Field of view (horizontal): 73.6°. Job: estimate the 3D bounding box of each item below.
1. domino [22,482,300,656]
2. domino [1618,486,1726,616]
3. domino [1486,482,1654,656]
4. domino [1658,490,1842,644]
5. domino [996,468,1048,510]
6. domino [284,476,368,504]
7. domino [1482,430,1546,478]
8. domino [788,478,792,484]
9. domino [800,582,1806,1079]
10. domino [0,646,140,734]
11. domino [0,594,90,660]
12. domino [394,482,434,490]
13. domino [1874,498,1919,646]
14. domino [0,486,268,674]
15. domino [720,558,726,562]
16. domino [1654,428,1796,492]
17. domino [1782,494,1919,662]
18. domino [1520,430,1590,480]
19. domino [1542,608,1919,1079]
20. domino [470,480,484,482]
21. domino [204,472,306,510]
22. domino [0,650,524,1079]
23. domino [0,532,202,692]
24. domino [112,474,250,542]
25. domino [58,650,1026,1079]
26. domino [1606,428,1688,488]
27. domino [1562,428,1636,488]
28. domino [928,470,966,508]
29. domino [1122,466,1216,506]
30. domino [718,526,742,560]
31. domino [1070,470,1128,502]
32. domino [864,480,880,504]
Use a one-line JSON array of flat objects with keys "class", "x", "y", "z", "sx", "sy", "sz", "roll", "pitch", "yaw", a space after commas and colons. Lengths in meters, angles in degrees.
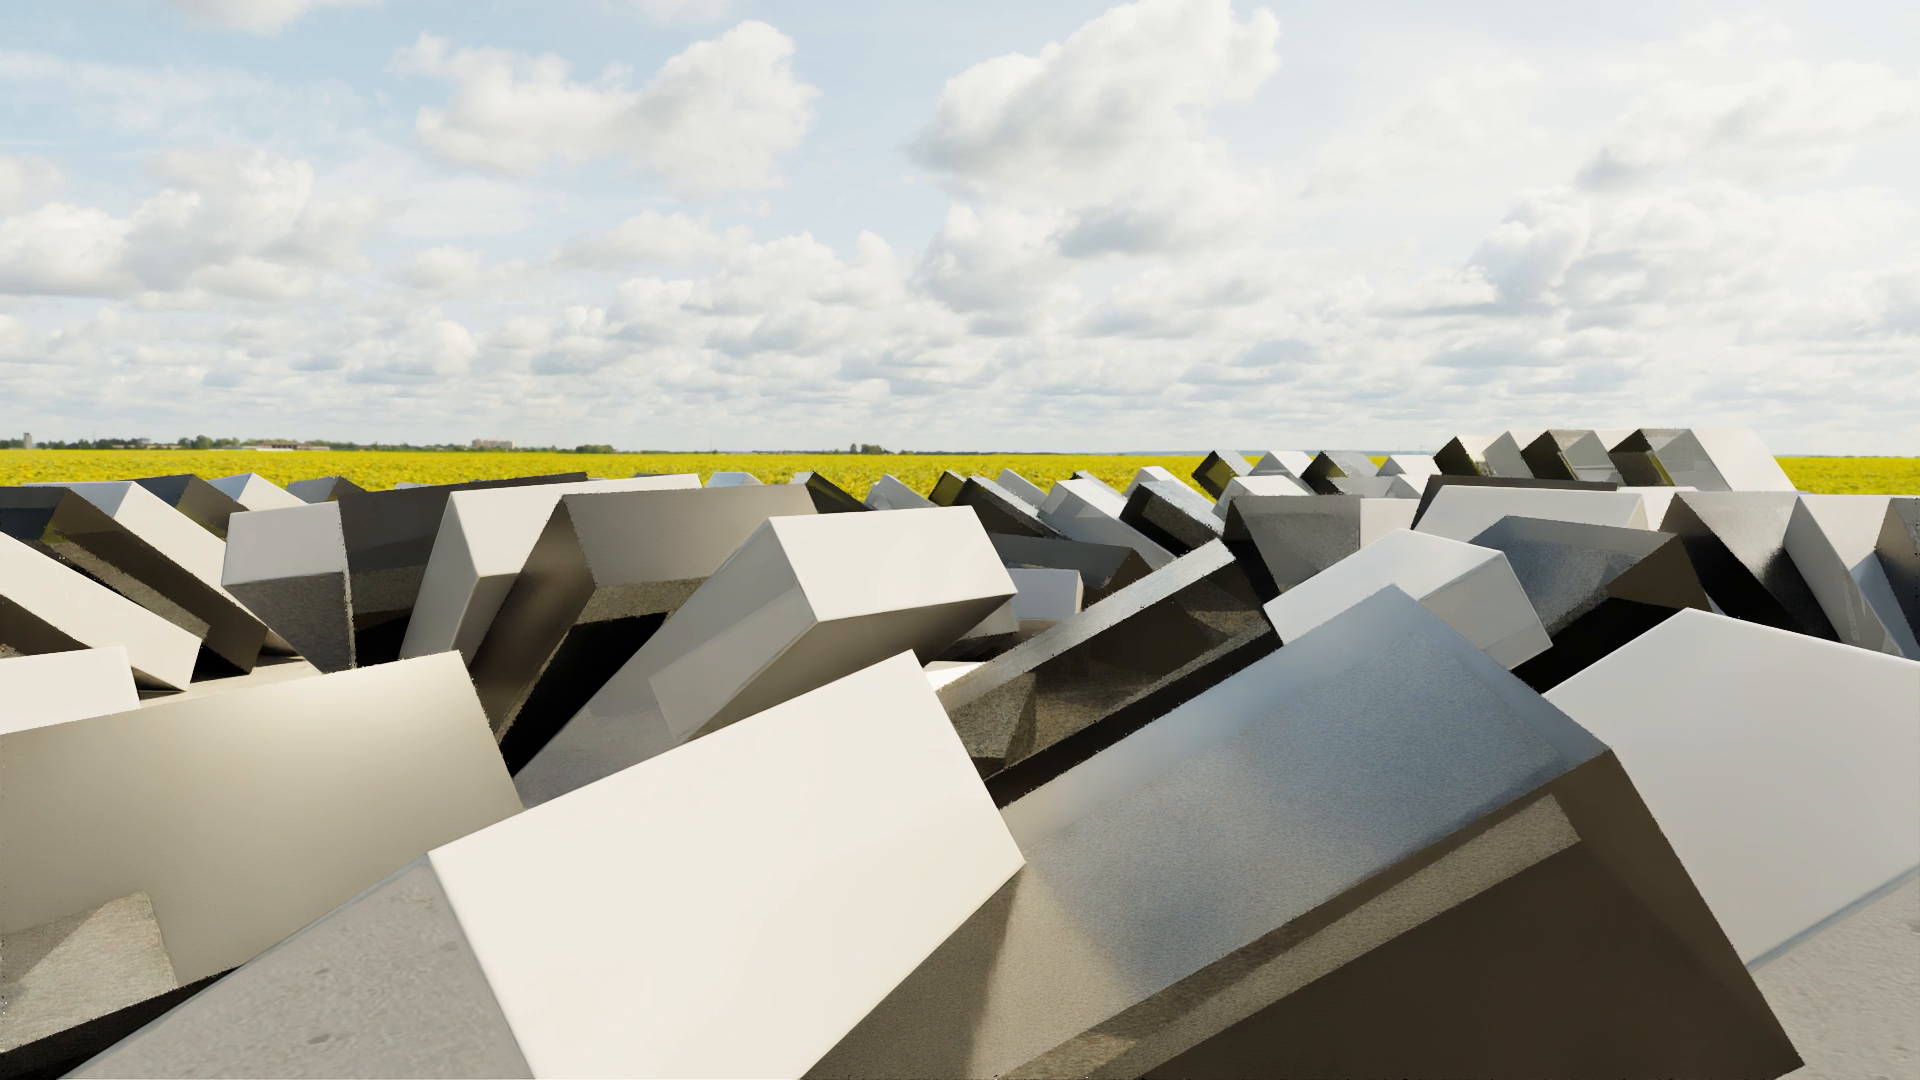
[{"class": "domino", "x": -0.145, "y": 0.007, "z": 0.238, "sx": 0.025, "sy": 0.009, "sz": 0.050, "roll": 0, "pitch": -30, "yaw": 17}, {"class": "domino", "x": 0.133, "y": 0.008, "z": 0.227, "sx": 0.025, "sy": 0.010, "sz": 0.050, "roll": -1, "pitch": 36, "yaw": -13}, {"class": "domino", "x": 0.124, "y": 0.007, "z": 0.245, "sx": 0.025, "sy": 0.010, "sz": 0.050, "roll": -1, "pitch": 36, "yaw": -21}, {"class": "domino", "x": 0.139, "y": 0.010, "z": 0.208, "sx": 0.025, "sy": 0.010, "sz": 0.050, "roll": 0, "pitch": 36, "yaw": -4}, {"class": "domino", "x": 0.032, "y": -0.003, "z": 0.373, "sx": 0.050, "sy": 0.009, "sz": 0.025, "roll": 33, "pitch": 5, "yaw": 4}, {"class": "domino", "x": -0.126, "y": 0.003, "z": 0.290, "sx": 0.025, "sy": 0.010, "sz": 0.050, "roll": -2, "pitch": -29, "yaw": 40}, {"class": "domino", "x": 0.153, "y": -0.004, "z": 0.319, "sx": 0.025, "sy": 0.050, "sz": 0.009, "roll": -3, "pitch": -31, "yaw": -31}, {"class": "domino", "x": -0.028, "y": -0.002, "z": 0.367, "sx": 0.050, "sy": 0.009, "sz": 0.025, "roll": 28, "pitch": -2, "yaw": -9}, {"class": "domino", "x": -0.001, "y": 0.021, "z": 0.048, "sx": 0.050, "sy": 0.010, "sz": 0.025, "roll": -32, "pitch": 3, "yaw": 10}, {"class": "domino", "x": -0.064, "y": 0.021, "z": 0.066, "sx": 0.050, "sy": 0.010, "sz": 0.025, "roll": -33, "pitch": -16, "yaw": 34}, {"class": "domino", "x": -0.145, "y": 0.013, "z": 0.176, "sx": 0.025, "sy": 0.009, "sz": 0.050, "roll": 0, "pitch": -26, "yaw": -1}, {"class": "domino", "x": -0.111, "y": 0.003, "z": 0.309, "sx": 0.025, "sy": 0.009, "sz": 0.050, "roll": 5, "pitch": -24, "yaw": 48}, {"class": "domino", "x": 0.142, "y": 0.013, "z": 0.168, "sx": 0.025, "sy": 0.010, "sz": 0.050, "roll": 3, "pitch": 36, "yaw": 18}, {"class": "domino", "x": -0.147, "y": 0.008, "z": 0.220, "sx": 0.025, "sy": 0.009, "sz": 0.050, "roll": 1, "pitch": -30, "yaw": 12}, {"class": "domino", "x": -0.083, "y": 0.001, "z": 0.336, "sx": 0.050, "sy": 0.009, "sz": 0.025, "roll": 32, "pitch": -15, "yaw": -30}, {"class": "domino", "x": 0.174, "y": -0.001, "z": 0.277, "sx": 0.025, "sy": 0.050, "sz": 0.009, "roll": -3, "pitch": -31, "yaw": -31}, {"class": "domino", "x": 0.144, "y": 0.011, "z": 0.187, "sx": 0.025, "sy": 0.010, "sz": 0.050, "roll": 1, "pitch": 36, "yaw": 10}, {"class": "domino", "x": 0.158, "y": -0.004, "z": 0.308, "sx": 0.025, "sy": 0.050, "sz": 0.009, "roll": -3, "pitch": -31, "yaw": -31}, {"class": "domino", "x": 0.015, "y": 0.021, "z": 0.050, "sx": 0.050, "sy": 0.010, "sz": 0.025, "roll": -32, "pitch": 3, "yaw": 4}, {"class": "domino", "x": -0.098, "y": 0.001, "z": 0.321, "sx": 0.050, "sy": 0.009, "sz": 0.025, "roll": 34, "pitch": -19, "yaw": -35}, {"class": "domino", "x": -0.136, "y": 0.004, "z": 0.273, "sx": 0.025, "sy": 0.009, "sz": 0.050, "roll": -4, "pitch": -31, "yaw": 34}, {"class": "domino", "x": -0.044, "y": 0.022, "z": 0.056, "sx": 0.050, "sy": 0.009, "sz": 0.025, "roll": -32, "pitch": -12, "yaw": 29}, {"class": "domino", "x": -0.147, "y": 0.012, "z": 0.200, "sx": 0.025, "sy": 0.009, "sz": 0.050, "roll": 0, "pitch": -23, "yaw": 4}, {"class": "domino", "x": -0.142, "y": 0.005, "z": 0.254, "sx": 0.025, "sy": 0.010, "sz": 0.050, "roll": -3, "pitch": -30, "yaw": 23}, {"class": "domino", "x": -0.024, "y": 0.022, "z": 0.049, "sx": 0.050, "sy": 0.009, "sz": 0.025, "roll": -31, "pitch": -7, "yaw": 23}, {"class": "domino", "x": 0.169, "y": -0.002, "z": 0.287, "sx": 0.025, "sy": 0.050, "sz": 0.009, "roll": -3, "pitch": -31, "yaw": -31}, {"class": "domino", "x": 0.164, "y": -0.003, "z": 0.298, "sx": 0.025, "sy": 0.050, "sz": 0.009, "roll": -3, "pitch": -31, "yaw": -31}, {"class": "domino", "x": 0.015, "y": -0.003, "z": 0.373, "sx": 0.050, "sy": 0.010, "sz": 0.025, "roll": 33, "pitch": 5, "yaw": 1}, {"class": "domino", "x": 0.072, "y": -0.003, "z": 0.369, "sx": 0.050, "sy": 0.010, "sz": 0.025, "roll": 37, "pitch": 15, "yaw": 14}, {"class": "domino", "x": -0.067, "y": 0.000, "z": 0.348, "sx": 0.050, "sy": 0.010, "sz": 0.025, "roll": 31, "pitch": -12, "yaw": -26}, {"class": "domino", "x": 0.053, "y": -0.003, "z": 0.371, "sx": 0.050, "sy": 0.010, "sz": 0.025, "roll": 33, "pitch": 10, "yaw": 8}, {"class": "domino", "x": -0.004, "y": -0.001, "z": 0.372, "sx": 0.050, "sy": 0.010, "sz": 0.025, "roll": 28, "pitch": 4, "yaw": -1}]
